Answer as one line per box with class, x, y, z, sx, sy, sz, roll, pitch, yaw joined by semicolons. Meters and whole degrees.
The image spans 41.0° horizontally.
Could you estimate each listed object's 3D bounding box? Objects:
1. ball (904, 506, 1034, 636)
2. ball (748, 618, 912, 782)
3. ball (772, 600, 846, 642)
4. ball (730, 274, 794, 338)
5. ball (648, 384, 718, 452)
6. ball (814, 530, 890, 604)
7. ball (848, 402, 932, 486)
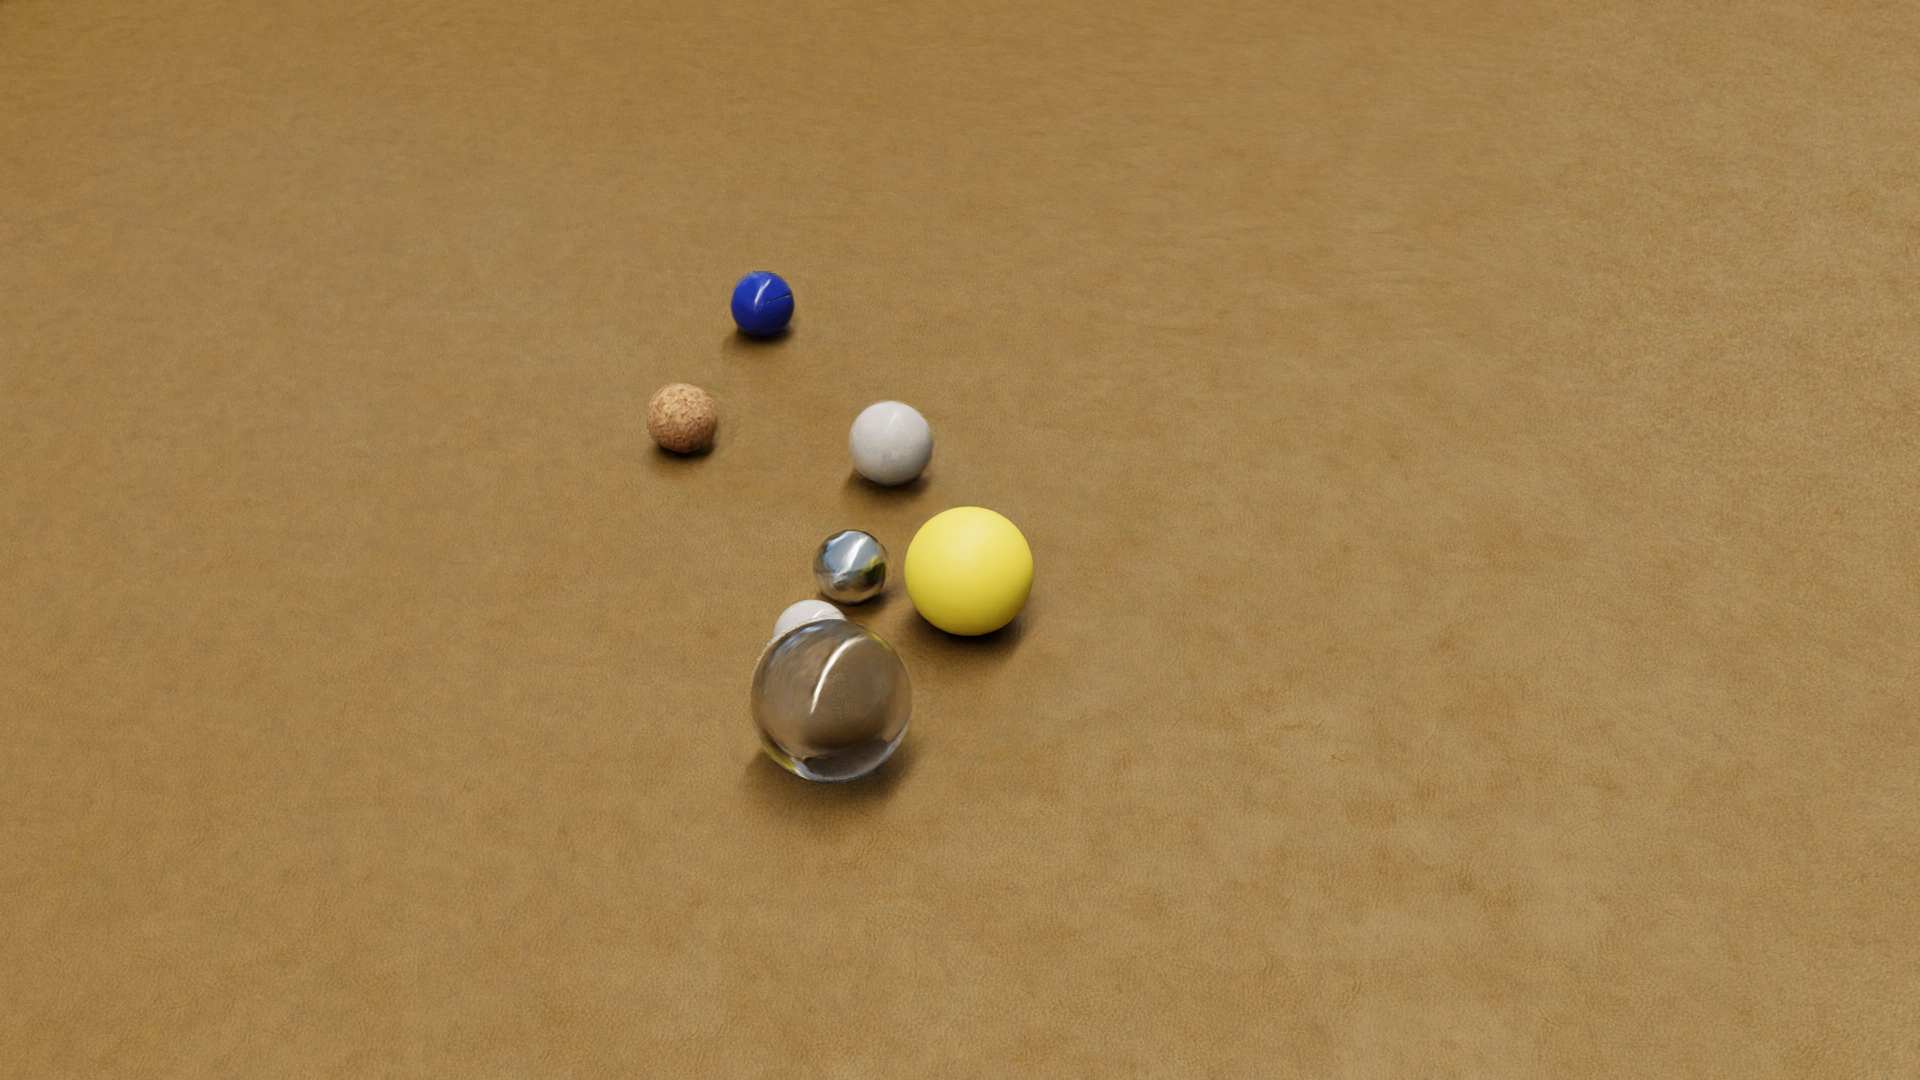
ball;0.006;0.020;1.615;0.082;0.082;0.082;0;36;0
ball;-0.076;0.094;1.501;0.096;0.096;0.096;0;36;0
ball;-0.091;0.061;1.586;0.049;0.049;0.049;0;36;0
ball;-0.147;-0.174;1.910;0.048;0.048;0.048;0;36;0
ball;-0.193;-0.085;1.787;0.048;0.048;0.048;0;36;0
ball;-0.069;0.017;1.646;0.049;0.049;0.049;0;36;0
ball;-0.048;-0.066;1.752;0.058;0.058;0.058;0;36;0
